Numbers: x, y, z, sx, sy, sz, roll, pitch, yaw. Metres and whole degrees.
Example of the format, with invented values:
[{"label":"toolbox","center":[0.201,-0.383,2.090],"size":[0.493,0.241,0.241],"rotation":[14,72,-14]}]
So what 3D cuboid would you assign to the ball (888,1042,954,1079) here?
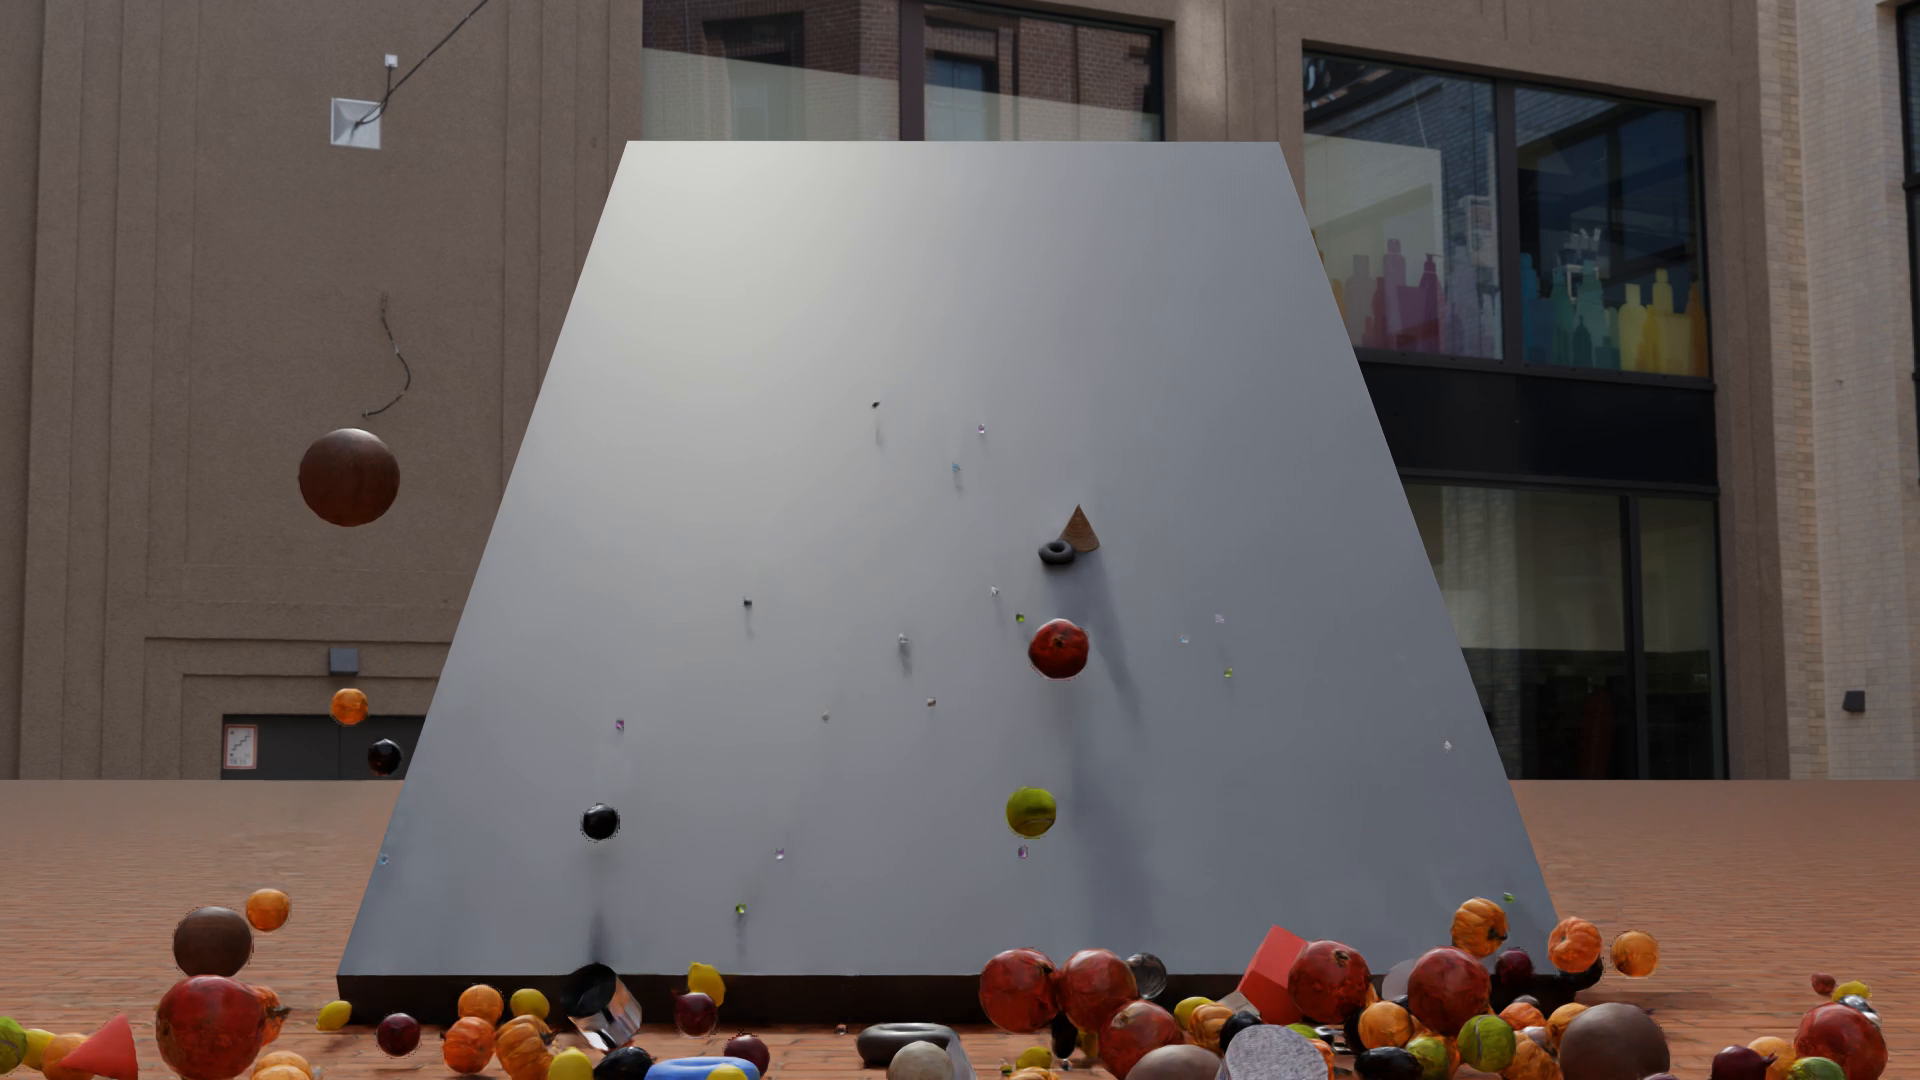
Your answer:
[{"label":"ball","center":[-0.047,0.651,2.914],"size":[0.081,0.081,0.081],"rotation":[0,-6,0]}]

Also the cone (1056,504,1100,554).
[{"label":"cone","center":[0.252,-0.035,5.103],"size":[0.094,0.094,0.094],"rotation":[0,29,0]}]

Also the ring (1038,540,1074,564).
[{"label":"ring","center":[0.204,0.026,5.064],"size":[0.077,0.026,0.077],"rotation":[0,30,0]}]

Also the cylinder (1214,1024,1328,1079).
[{"label":"cylinder","center":[0.274,0.503,2.164],"size":[0.094,0.094,0.094],"rotation":[1,-48,-14]}]

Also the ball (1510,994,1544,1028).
[{"label":"ball","center":[0.906,0.755,3.836],"size":[0.053,0.053,0.053],"rotation":[0,-6,0]}]

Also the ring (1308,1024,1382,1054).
[{"label":"ring","center":[0.565,0.731,3.511],"size":[0.108,0.036,0.108],"rotation":[1,-5,0]}]

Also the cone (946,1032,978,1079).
[{"label":"cone","center":[-0.007,0.665,3.050],"size":[0.078,0.078,0.078],"rotation":[0,-6,0]}]

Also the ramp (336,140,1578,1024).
[{"label":"ramp","center":[-0.012,-0.218,5.637],"size":[2.000,0.100,4.000],"rotation":[0,29,0]}]

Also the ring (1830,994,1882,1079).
[{"label":"ring","center":[1.183,0.656,3.166],"size":[0.037,0.112,0.112],"rotation":[-3,-5,-2]}]

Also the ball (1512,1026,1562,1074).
[{"label":"ball","center":[0.783,0.691,3.251],"size":[0.065,0.065,0.065],"rotation":[0,-6,0]}]

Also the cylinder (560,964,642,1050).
[{"label":"cylinder","center":[-0.444,0.577,2.962],"size":[0.077,0.077,0.077],"rotation":[-2,-41,22]}]

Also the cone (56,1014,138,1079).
[{"label":"cone","center":[-1.107,0.659,3.058],"size":[0.091,0.091,0.091],"rotation":[-9,0,-29]}]

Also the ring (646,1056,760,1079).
[{"label":"ring","center":[-0.321,0.674,2.987],"size":[0.145,0.048,0.145],"rotation":[-1,-5,0]}]

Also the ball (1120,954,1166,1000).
[{"label":"ball","center":[0.279,0.663,3.643],"size":[0.070,0.070,0.070],"rotation":[0,-6,0]}]

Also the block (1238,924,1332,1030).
[{"label":"block","center":[0.480,0.659,3.584],"size":[0.098,0.098,0.098],"rotation":[29,-45,7]}]

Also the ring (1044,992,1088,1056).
[{"label":"ring","center":[0.149,0.686,3.397],"size":[0.033,0.098,0.098],"rotation":[26,-11,-10]}]

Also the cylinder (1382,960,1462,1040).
[{"label":"cylinder","center":[0.699,0.696,3.630],"size":[0.090,0.090,0.090],"rotation":[-5,-37,40]}]

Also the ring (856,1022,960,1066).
[{"label":"ring","center":[-0.072,0.712,3.383],"size":[0.148,0.049,0.148],"rotation":[0,-4,0]}]

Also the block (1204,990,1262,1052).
[{"label":"block","center":[0.390,0.686,3.394],"size":[0.057,0.057,0.057],"rotation":[-26,37,-16]}]
